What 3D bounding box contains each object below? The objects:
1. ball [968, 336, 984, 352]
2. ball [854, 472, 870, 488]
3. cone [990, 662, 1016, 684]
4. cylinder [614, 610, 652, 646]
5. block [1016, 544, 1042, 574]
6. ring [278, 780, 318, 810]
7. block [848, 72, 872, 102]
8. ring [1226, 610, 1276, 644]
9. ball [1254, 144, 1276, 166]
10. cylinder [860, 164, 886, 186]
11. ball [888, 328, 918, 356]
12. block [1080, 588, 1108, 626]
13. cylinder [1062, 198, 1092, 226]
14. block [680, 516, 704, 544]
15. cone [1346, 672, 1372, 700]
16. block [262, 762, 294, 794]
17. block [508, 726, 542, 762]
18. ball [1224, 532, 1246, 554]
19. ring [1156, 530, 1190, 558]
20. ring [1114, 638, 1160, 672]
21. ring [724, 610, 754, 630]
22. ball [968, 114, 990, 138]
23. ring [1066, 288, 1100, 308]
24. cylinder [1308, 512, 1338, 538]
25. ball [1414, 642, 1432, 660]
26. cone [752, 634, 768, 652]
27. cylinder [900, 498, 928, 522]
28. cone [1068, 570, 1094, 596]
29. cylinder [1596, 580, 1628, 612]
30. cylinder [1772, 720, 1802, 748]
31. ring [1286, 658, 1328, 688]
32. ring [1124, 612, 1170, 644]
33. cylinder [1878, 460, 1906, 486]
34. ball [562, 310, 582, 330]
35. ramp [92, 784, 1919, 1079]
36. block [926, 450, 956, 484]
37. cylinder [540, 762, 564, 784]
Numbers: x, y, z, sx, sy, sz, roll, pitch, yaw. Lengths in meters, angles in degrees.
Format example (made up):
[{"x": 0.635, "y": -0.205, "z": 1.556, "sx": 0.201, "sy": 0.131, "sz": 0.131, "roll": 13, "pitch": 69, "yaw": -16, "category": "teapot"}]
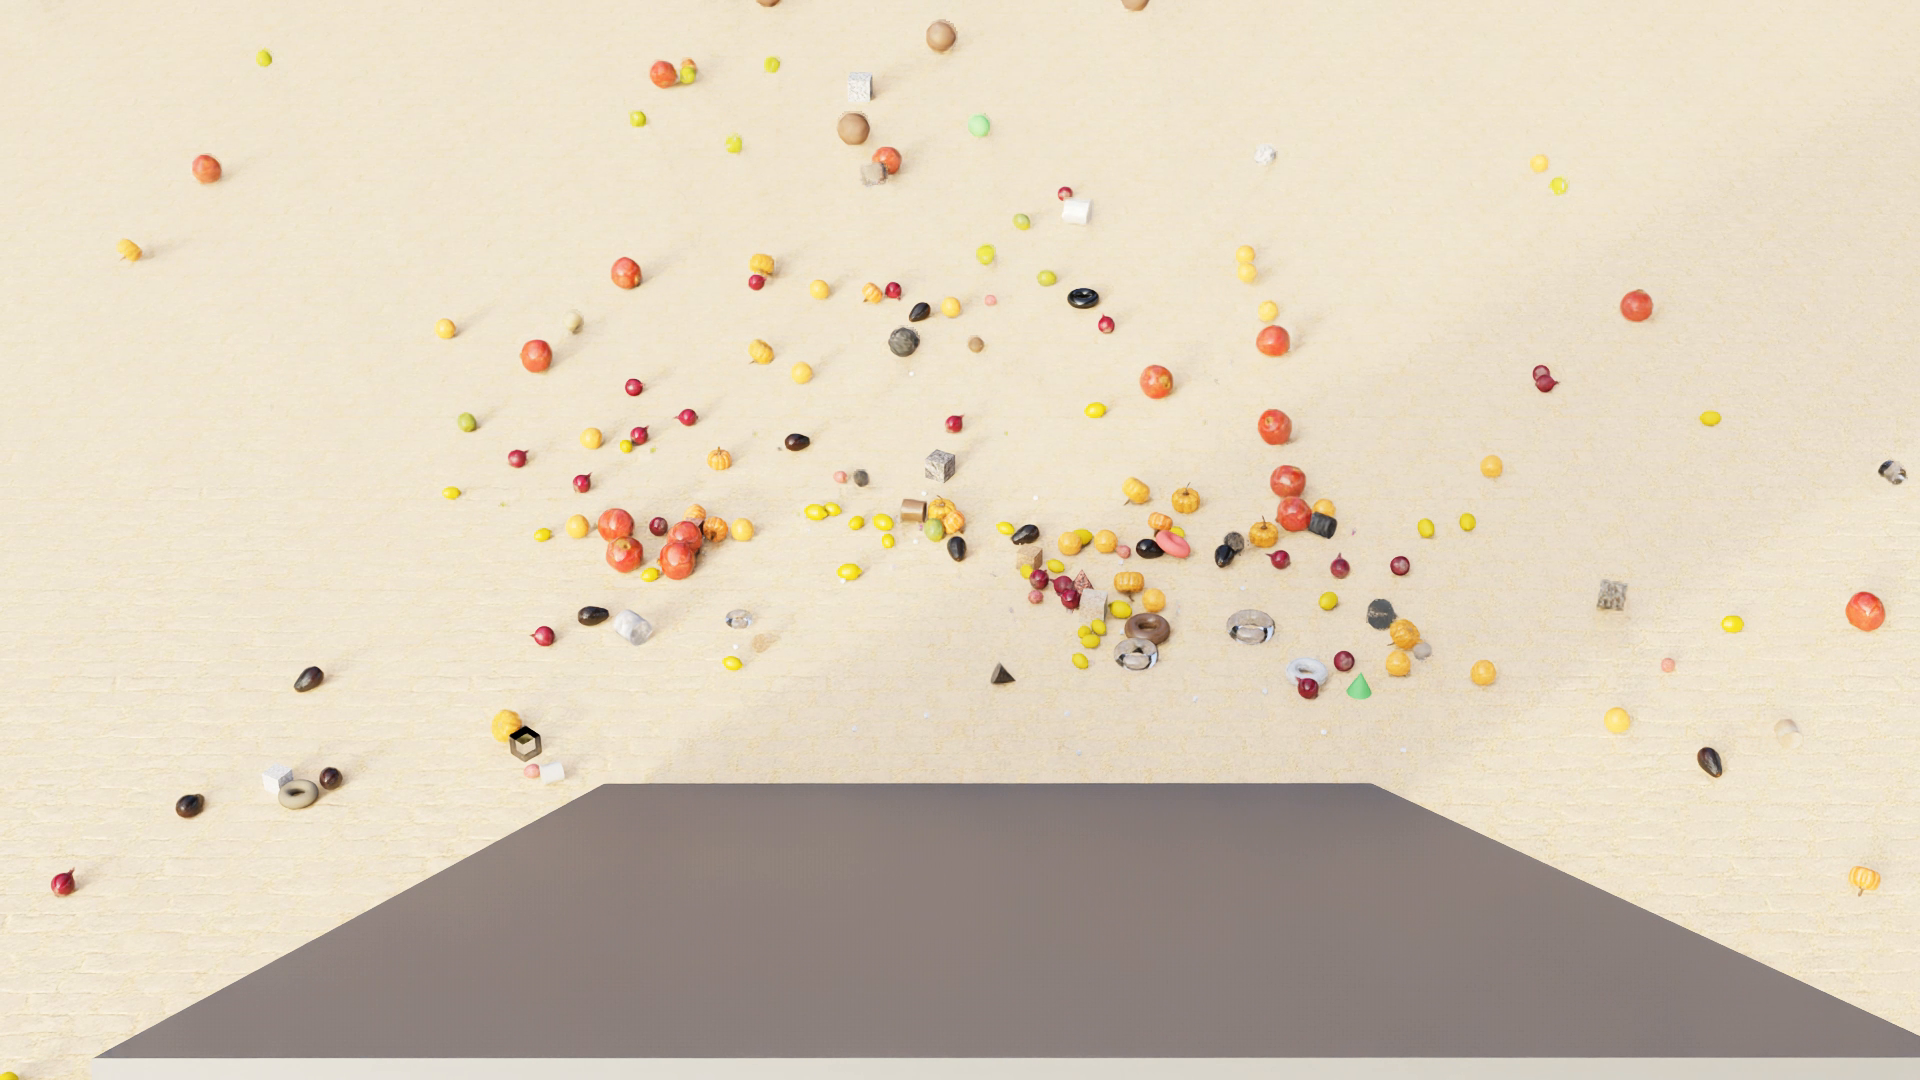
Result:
[{"x": 0.056, "y": -0.665, "z": 8.846, "sx": 0.055, "sy": 0.055, "sz": 0.055, "roll": 0, "pitch": 33, "yaw": 0, "category": "ball"}, {"x": -0.307, "y": -0.191, "z": 8.126, "sx": 0.050, "sy": 0.050, "sz": 0.050, "roll": 0, "pitch": 33, "yaw": 0, "category": "ball"}, {"x": 0.129, "y": 0.384, "z": 7.270, "sx": 0.065, "sy": 0.065, "sz": 0.065, "roll": 23, "pitch": 31, "yaw": -13, "category": "cone"}, {"x": -0.938, "y": 0.250, "z": 7.428, "sx": 0.079, "sy": 0.079, "sz": 0.079, "roll": -27, "pitch": 42, "yaw": -35, "category": "cylinder"}, {"x": 0.207, "y": 0.056, "z": 7.743, "sx": 0.059, "sy": 0.059, "sz": 0.059, "roll": 16, "pitch": 36, "yaw": 23, "category": "block"}, {"x": -1.742, "y": 0.669, "z": 6.829, "sx": 0.106, "sy": 0.035, "sz": 0.106, "roll": -1, "pitch": 33, "yaw": 1, "category": "ring"}, {"x": -0.409, "y": -1.858, "z": 10.632, "sx": 0.090, "sy": 0.090, "sz": 0.090, "roll": 4, "pitch": 33, "yaw": 5, "category": "block"}, {"x": 0.836, "y": 0.250, "z": 7.458, "sx": 0.144, "sy": 0.048, "sz": 0.144, "roll": -1, "pitch": 34, "yaw": 1, "category": "ring"}, {"x": 1.185, "y": -1.496, "z": 10.086, "sx": 0.084, "sy": 0.084, "sz": 0.084, "roll": 0, "pitch": 33, "yaw": 0, "category": "ball"}, {"x": -0.332, "y": -1.399, "z": 9.940, "sx": 0.081, "sy": 0.081, "sz": 0.081, "roll": -11, "pitch": 35, "yaw": -16, "category": "cylinder"}, {"x": -0.193, "y": -0.672, "z": 8.816, "sx": 0.099, "sy": 0.099, "sz": 0.099, "roll": 0, "pitch": 33, "yaw": 0, "category": "ball"}, {"x": 0.387, "y": 0.194, "z": 7.521, "sx": 0.071, "sy": 0.071, "sz": 0.071, "roll": 7, "pitch": 34, "yaw": 10, "category": "block"}, {"x": 0.438, "y": -1.220, "z": 9.661, "sx": 0.089, "sy": 0.089, "sz": 0.089, "roll": 10, "pitch": 34, "yaw": 14, "category": "cylinder"}, {"x": -0.814, "y": -0.029, "z": 7.877, "sx": 0.054, "sy": 0.054, "sz": 0.054, "roll": 10, "pitch": 35, "yaw": 15, "category": "block"}, {"x": 1.113, "y": 0.395, "z": 7.216, "sx": 0.070, "sy": 0.070, "sz": 0.070, "roll": 0, "pitch": 33, "yaw": 0, "category": "cone"}, {"x": -1.804, "y": 0.634, "z": 6.866, "sx": 0.055, "sy": 0.055, "sz": 0.055, "roll": 18, "pitch": 37, "yaw": 25, "category": "block"}, {"x": -1.171, "y": 0.550, "z": 6.988, "sx": 0.061, "sy": 0.061, "sz": 0.061, "roll": 27, "pitch": 42, "yaw": 34, "category": "block"}, {"x": 0.825, "y": 0.009, "z": 7.809, "sx": 0.066, "sy": 0.066, "sz": 0.066, "roll": 0, "pitch": 33, "yaw": 0, "category": "ball"}, {"x": 0.641, "y": 0.013, "z": 7.798, "sx": 0.114, "sy": 0.038, "sz": 0.114, "roll": 26, "pitch": 22, "yaw": -11, "category": "ring"}, {"x": 0.499, "y": 0.324, "z": 7.349, "sx": 0.131, "sy": 0.044, "sz": 0.131, "roll": -1, "pitch": 34, "yaw": 1, "category": "ring"}, {"x": -0.639, "y": 0.229, "z": 7.508, "sx": 0.083, "sy": 0.028, "sz": 0.083, "roll": 1, "pitch": 33, "yaw": -1, "category": "ring"}, {"x": 0.077, "y": -1.644, "z": 10.308, "sx": 0.089, "sy": 0.089, "sz": 0.089, "roll": 0, "pitch": 33, "yaw": 0, "category": "ball"}, {"x": 0.435, "y": -0.852, "z": 9.145, "sx": 0.117, "sy": 0.039, "sz": 0.117, "roll": -1, "pitch": 33, "yaw": 1, "category": "ring"}, {"x": 1.103, "y": -0.046, "z": 7.892, "sx": 0.065, "sy": 0.065, "sz": 0.065, "roll": 23, "pitch": 40, "yaw": 31, "category": "cylinder"}, {"x": 1.312, "y": 0.315, "z": 7.353, "sx": 0.053, "sy": 0.053, "sz": 0.053, "roll": 0, "pitch": 33, "yaw": 0, "category": "ball"}, {"x": -0.584, "y": 0.294, "z": 7.411, "sx": 0.056, "sy": 0.056, "sz": 0.056, "roll": -23, "pitch": 13, "yaw": -31, "category": "cone"}, {"x": -0.142, "y": -0.091, "z": 7.958, "sx": 0.067, "sy": 0.067, "sz": 0.067, "roll": 7, "pitch": 34, "yaw": 11, "category": "cylinder"}, {"x": 0.358, "y": 0.115, "z": 7.637, "sx": 0.076, "sy": 0.076, "sz": 0.076, "roll": 0, "pitch": 33, "yaw": 0, "category": "cone"}, {"x": 1.901, "y": 0.164, "z": 7.562, "sx": 0.077, "sy": 0.077, "sz": 0.077, "roll": 12, "pitch": 35, "yaw": 14, "category": "cylinder"}, {"x": 2.242, "y": 0.526, "z": 7.025, "sx": 0.059, "sy": 0.059, "sz": 0.059, "roll": -12, "pitch": 64, "yaw": -17, "category": "cylinder"}, {"x": 0.972, "y": 0.372, "z": 7.278, "sx": 0.121, "sy": 0.040, "sz": 0.121, "roll": 0, "pitch": 34, "yaw": 0, "category": "ring"}, {"x": 0.538, "y": 0.256, "z": 7.451, "sx": 0.134, "sy": 0.045, "sz": 0.134, "roll": -1, "pitch": 34, "yaw": 1, "category": "ring"}, {"x": 2.930, "y": -0.211, "z": 8.149, "sx": 0.060, "sy": 0.060, "sz": 0.060, "roll": -14, "pitch": 36, "yaw": -20, "category": "cylinder"}, {"x": -1.343, "y": -0.760, "z": 8.978, "sx": 0.068, "sy": 0.068, "sz": 0.068, "roll": 0, "pitch": 33, "yaw": 0, "category": "ball"}, {"x": 0.074, "y": 0.643, "z": 4.764, "sx": 2.000, "sy": 0.100, "sz": 4.000, "roll": 0, "pitch": -1, "yaw": 0, "category": "ramp"}, {"x": -0.062, "y": -0.233, "z": 8.173, "sx": 0.069, "sy": 0.069, "sz": 0.069, "roll": 18, "pitch": 37, "yaw": 25, "category": "block"}, {"x": -1.084, "y": 0.618, "z": 6.891, "sx": 0.053, "sy": 0.053, "sz": 0.053, "roll": -9, "pitch": 34, "yaw": -28, "category": "cylinder"}]
